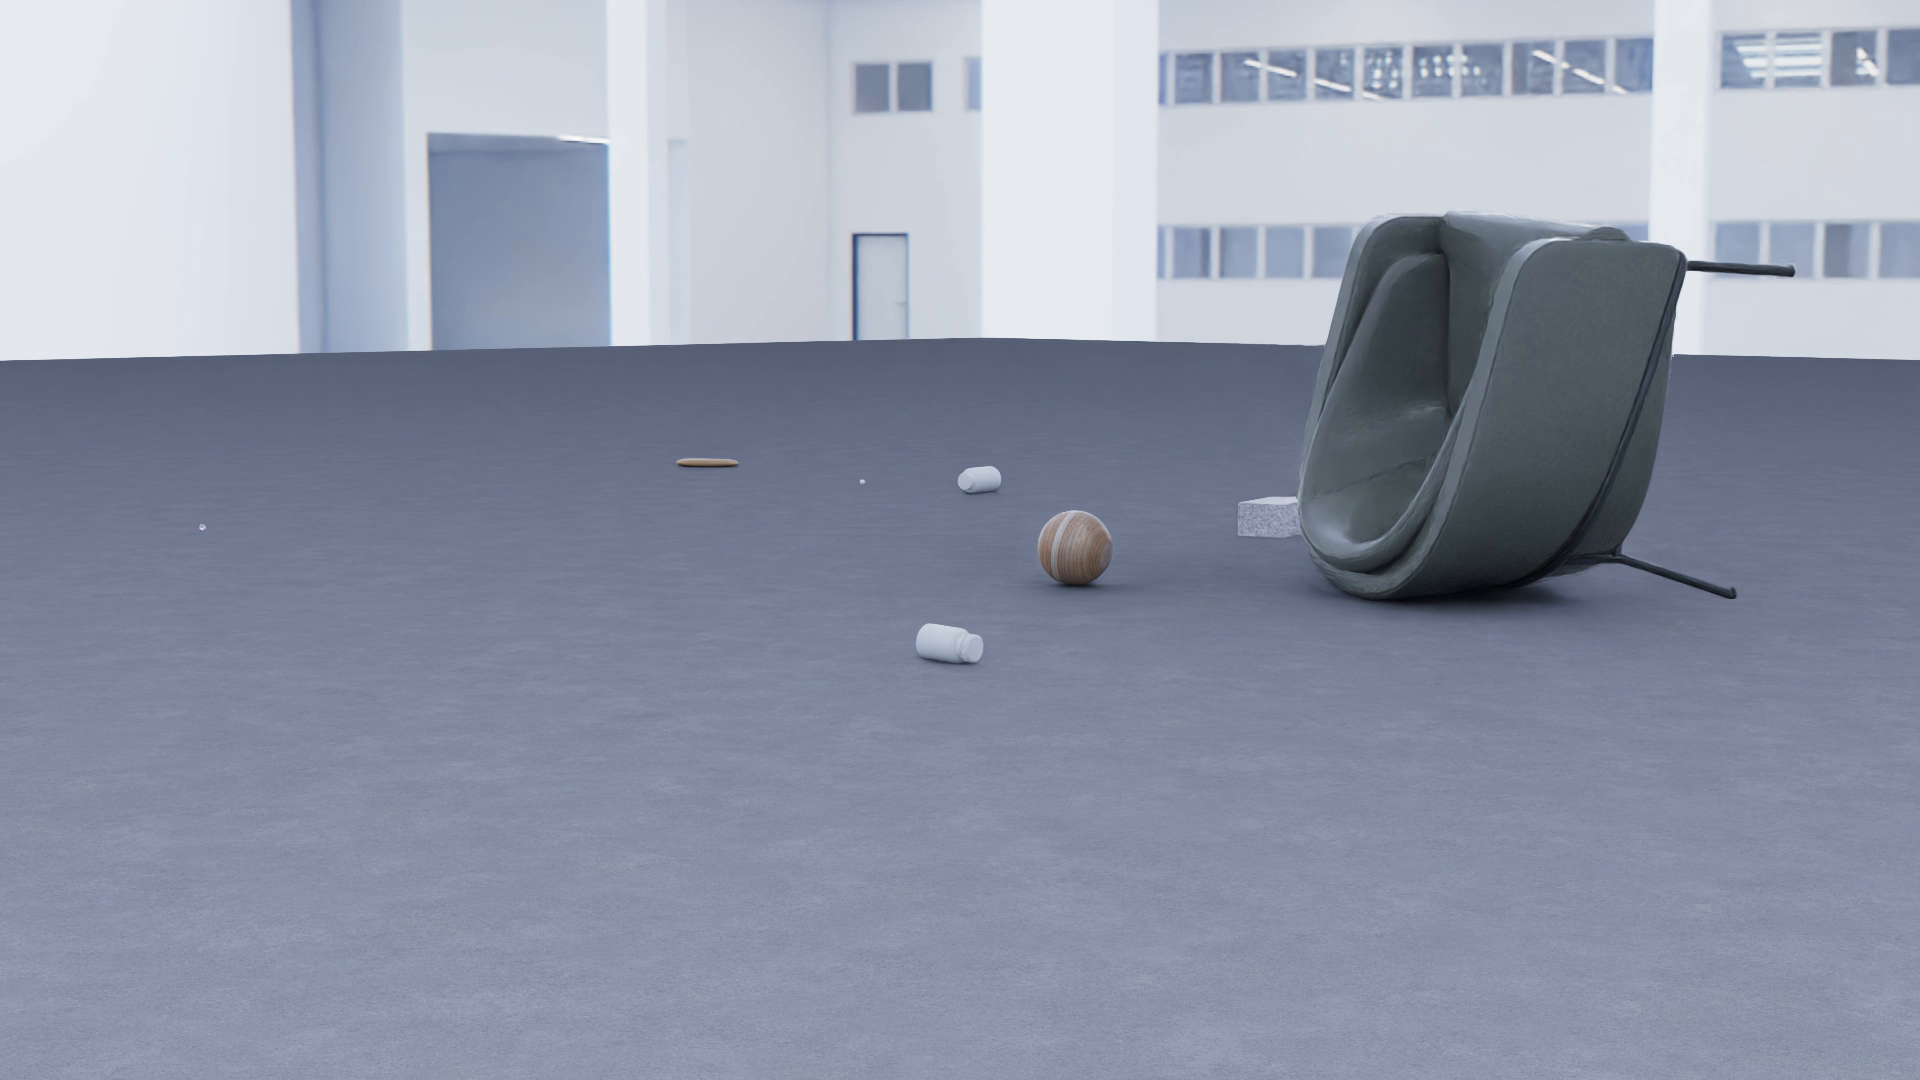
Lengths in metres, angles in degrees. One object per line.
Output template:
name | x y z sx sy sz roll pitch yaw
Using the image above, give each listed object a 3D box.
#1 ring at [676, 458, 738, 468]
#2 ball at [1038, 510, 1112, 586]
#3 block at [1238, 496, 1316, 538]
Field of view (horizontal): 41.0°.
ring | -0.874 -0.267 8.872 0.220 0.026 0.082 1 5 5
ball | 0.245 0.017 5.462 0.161 0.161 0.161 0 6 0
block | 0.813 -0.059 6.580 0.123 0.084 0.212 4 7 31
